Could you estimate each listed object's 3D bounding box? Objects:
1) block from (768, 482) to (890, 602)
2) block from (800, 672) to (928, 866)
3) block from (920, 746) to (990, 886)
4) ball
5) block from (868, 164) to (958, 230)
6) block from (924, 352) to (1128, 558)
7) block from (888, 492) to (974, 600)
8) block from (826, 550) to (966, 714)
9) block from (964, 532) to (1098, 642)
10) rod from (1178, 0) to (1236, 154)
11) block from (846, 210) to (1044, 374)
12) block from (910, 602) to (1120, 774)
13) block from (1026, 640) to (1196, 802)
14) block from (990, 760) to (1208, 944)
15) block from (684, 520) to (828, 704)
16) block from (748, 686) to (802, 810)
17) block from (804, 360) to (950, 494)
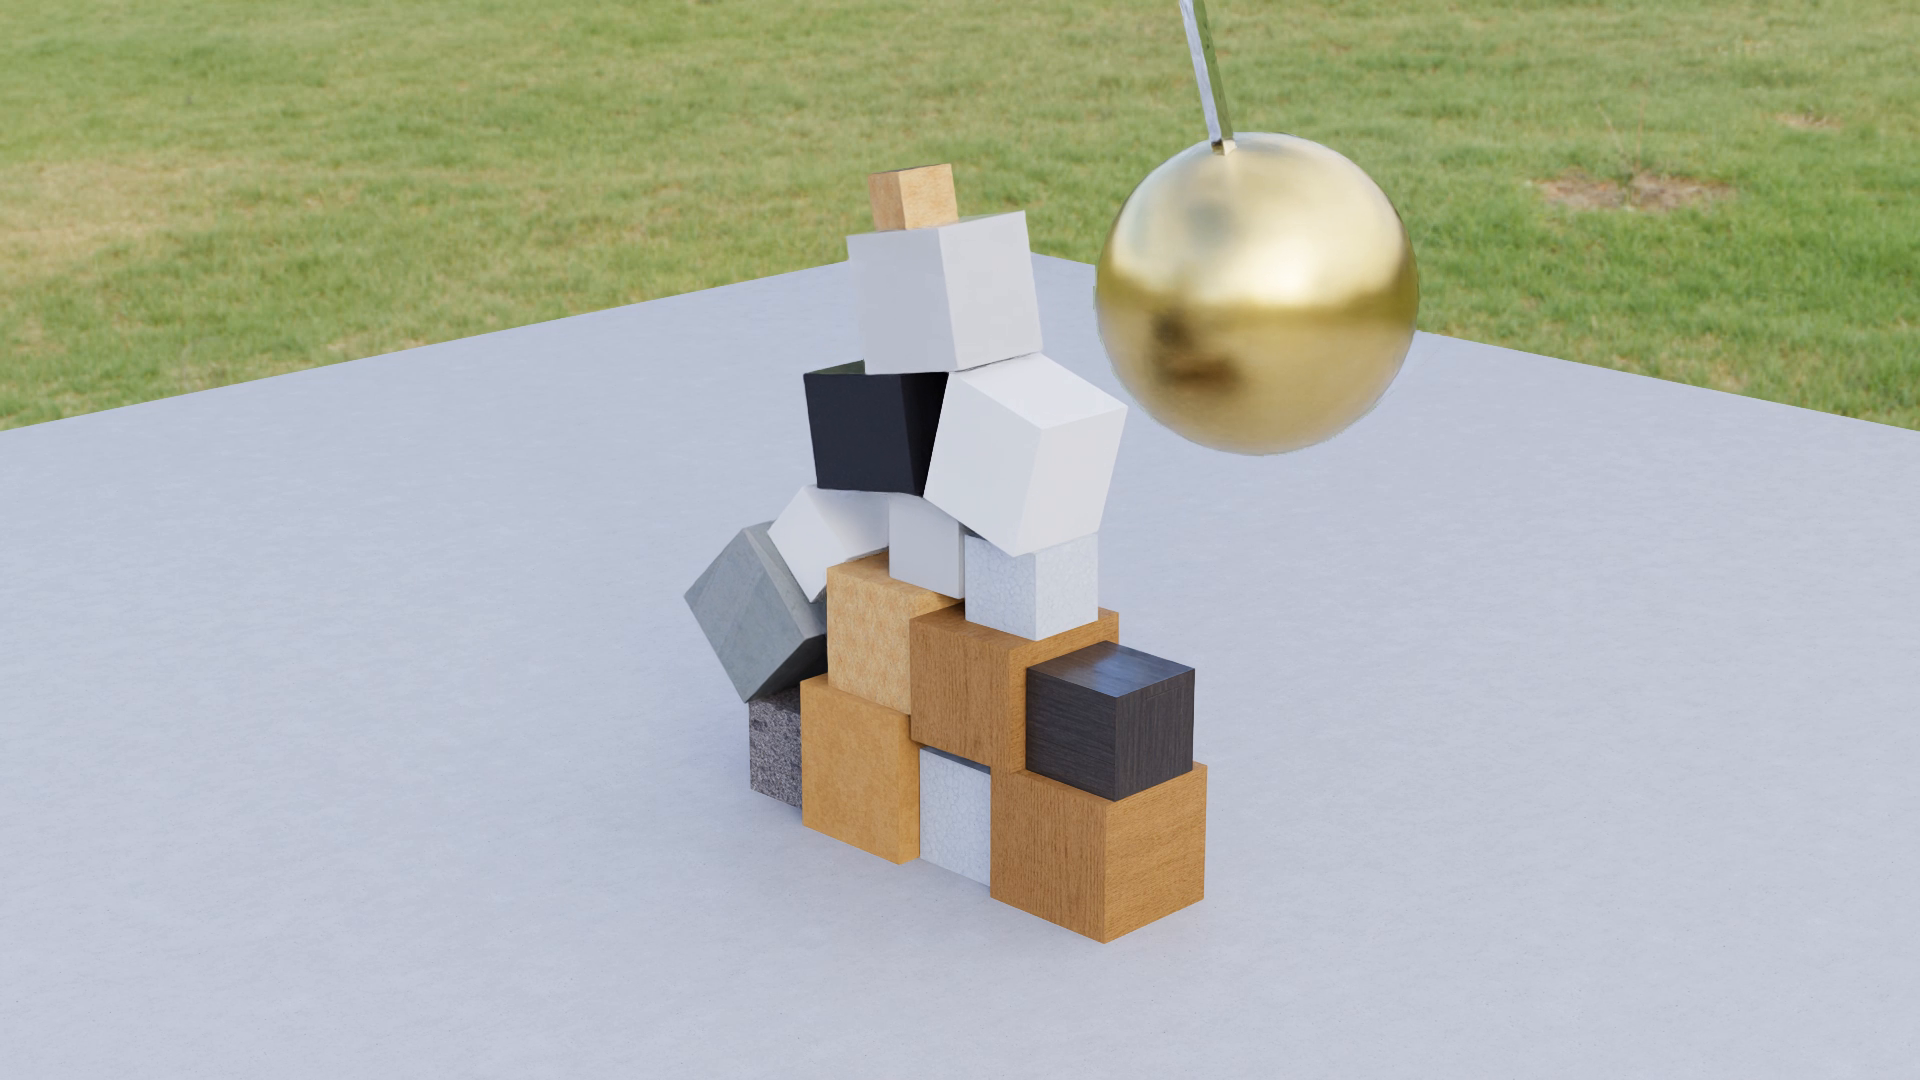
[{"bbox_3d":[-0.576,-0.021,13.936,0.416,0.379,0.415,-17,67,-42],"label":"block"},{"bbox_3d":[-0.263,1.009,13.916,0.715,0.731,0.664,-17,24,-42],"label":"block"},{"bbox_3d":[0.186,1.220,13.555,0.522,0.544,0.528,-17,24,-42],"label":"block"},{"bbox_3d":[1.467,-1.215,14.497,1.600,1.600,1.600,0,17,0],"label":"ball"},{"bbox_3d":[-0.211,-1.528,13.057,0.270,0.251,0.288,-13,10,-29],"label":"block"},{"bbox_3d":[0.285,-0.386,12.894,0.543,0.627,0.579,-17,39,-42],"label":"block"},{"bbox_3d":[-0.013,-0.031,13.361,0.429,0.425,0.447,-17,24,-42],"label":"block"},{"bbox_3d":[-0.200,0.405,13.651,0.590,0.580,0.591,-17,24,-42],"label":"block"},{"bbox_3d":[0.318,0.168,13.072,0.436,0.399,0.400,15,23,43],"label":"block"},{"bbox_3d":[0.636,-4.010,12.748,0.080,5.200,0.080,17,44,42],"label":"rod"},{"bbox_3d":[-0.067,-1.098,13.039,0.581,0.624,0.550,1,13,45],"label":"block"},{"bbox_3d":[0.248,0.617,13.276,0.710,0.577,0.627,-17,23,-42],"label":"block"},{"bbox_3d":[0.660,0.788,12.884,0.513,0.479,0.527,-17,24,-42],"label":"block"},{"bbox_3d":[0.617,1.305,13.113,0.665,0.646,0.694,-17,24,-42],"label":"block"},{"bbox_3d":[-0.816,0.302,14.268,0.633,0.627,0.636,-17,-20,-42],"label":"block"},{"bbox_3d":[-0.681,0.997,14.361,0.480,0.487,0.513,-17,24,-42],"label":"block"},{"bbox_3d":[-0.241,-0.549,13.450,0.619,0.538,0.652,-17,14,-42],"label":"block"}]
